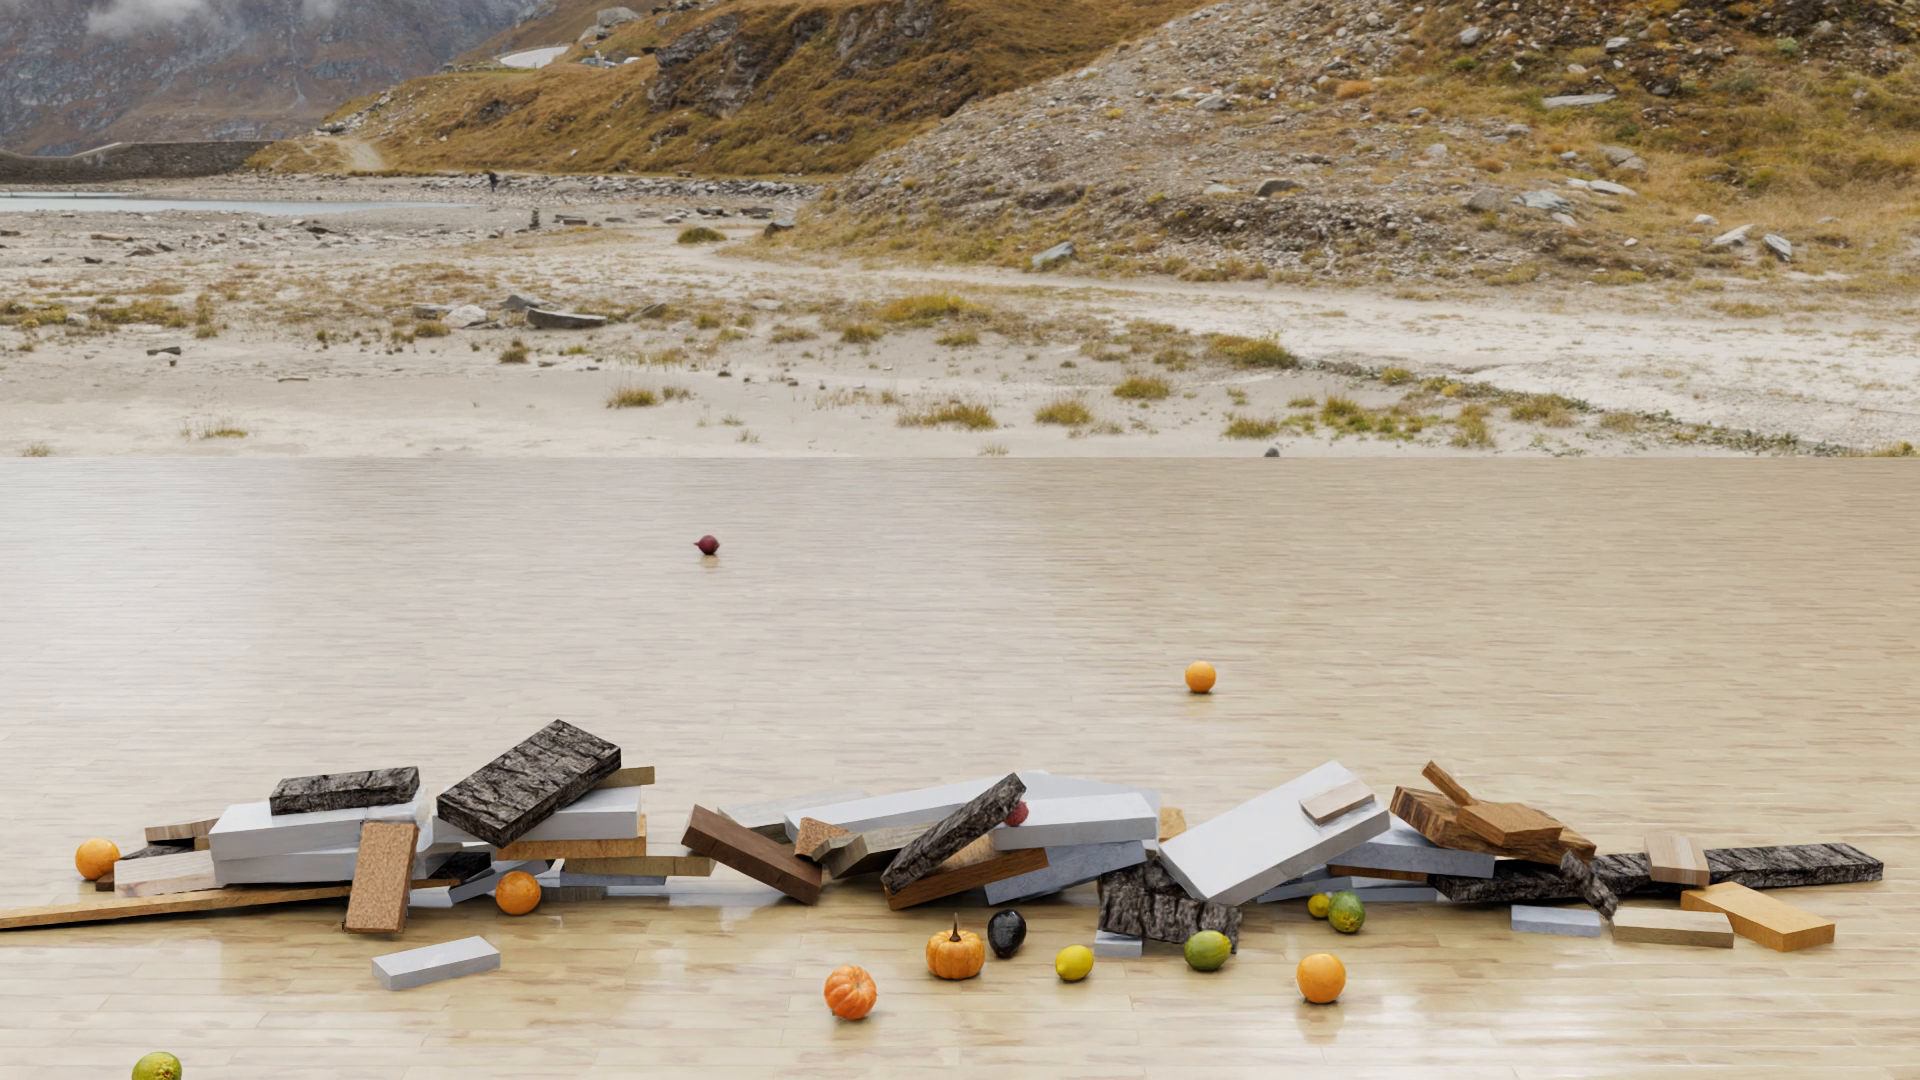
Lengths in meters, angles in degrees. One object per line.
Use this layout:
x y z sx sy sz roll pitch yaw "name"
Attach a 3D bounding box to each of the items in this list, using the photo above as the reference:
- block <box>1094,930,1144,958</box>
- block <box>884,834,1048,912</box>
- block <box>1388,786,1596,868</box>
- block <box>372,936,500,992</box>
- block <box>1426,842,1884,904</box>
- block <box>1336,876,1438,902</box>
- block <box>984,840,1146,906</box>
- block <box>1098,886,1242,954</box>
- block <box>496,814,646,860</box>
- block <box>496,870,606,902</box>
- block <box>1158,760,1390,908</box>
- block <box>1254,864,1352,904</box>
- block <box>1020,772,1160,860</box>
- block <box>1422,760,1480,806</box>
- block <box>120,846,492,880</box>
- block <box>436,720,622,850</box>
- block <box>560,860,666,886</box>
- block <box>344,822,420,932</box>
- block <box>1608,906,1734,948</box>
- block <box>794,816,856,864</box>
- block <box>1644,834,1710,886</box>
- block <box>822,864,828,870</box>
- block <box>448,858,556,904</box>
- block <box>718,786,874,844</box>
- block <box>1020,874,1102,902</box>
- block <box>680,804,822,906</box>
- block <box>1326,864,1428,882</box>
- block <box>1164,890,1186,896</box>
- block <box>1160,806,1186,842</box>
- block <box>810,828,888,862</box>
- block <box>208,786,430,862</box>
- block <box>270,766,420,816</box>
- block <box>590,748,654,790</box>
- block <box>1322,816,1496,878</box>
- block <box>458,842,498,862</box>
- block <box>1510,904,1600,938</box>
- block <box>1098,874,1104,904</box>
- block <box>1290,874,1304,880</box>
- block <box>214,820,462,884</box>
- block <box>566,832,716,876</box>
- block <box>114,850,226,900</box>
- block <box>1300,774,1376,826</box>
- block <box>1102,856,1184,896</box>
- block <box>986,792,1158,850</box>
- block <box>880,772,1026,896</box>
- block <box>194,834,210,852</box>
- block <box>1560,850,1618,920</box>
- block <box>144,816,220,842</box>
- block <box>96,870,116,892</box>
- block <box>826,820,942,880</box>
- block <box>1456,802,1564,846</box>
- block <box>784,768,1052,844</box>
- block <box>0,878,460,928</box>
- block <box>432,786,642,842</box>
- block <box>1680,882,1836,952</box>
0.254 0.619 3.458 0.073 0.021 0.148 2 11 8 "block"
0.008 0.539 3.647 0.268 0.038 0.134 -16 11 0 "block"
0.883 0.477 3.648 0.308 0.044 0.154 12 11 -24 "block"
-0.793 0.641 3.331 0.171 0.024 0.085 -7 13 -33 "block"
1.172 0.558 3.696 0.786 0.031 0.109 -1 11 -13 "block"
0.708 0.578 3.670 0.158 0.022 0.079 0 11 -2 "block"
0.169 0.531 3.658 0.268 0.038 0.134 -16 11 0 "block"
0.325 0.588 3.408 0.216 0.068 0.019 9 -15 4 "block"
-0.642 0.492 3.647 0.239 0.034 0.120 -1 11 -7 "block"
-0.680 0.577 3.673 0.172 0.024 0.086 0 11 -1 "block"
0.510 0.481 3.567 0.342 0.044 0.154 -23 35 -16 "block"
0.565 0.568 3.658 0.158 0.022 0.079 -9 11 0 "block"
0.223 0.481 3.839 0.247 0.035 0.124 8 51 -3 "block"
0.807 0.409 3.610 0.109 0.015 0.054 42 16 11 "block"
-1.109 0.544 3.713 0.654 0.024 0.085 -1 6 15 "block"
-0.704 0.397 3.605 0.141 0.040 0.282 20 34 28 "block"
-0.576 0.552 3.675 0.172 0.024 0.086 0 11 -2 "block"
-0.918 0.536 3.496 0.085 0.171 0.024 0 -24 9 "block"
1.124 0.612 3.479 0.179 0.025 0.090 2 11 11 "block"
-0.217 0.520 3.735 0.128 0.064 0.018 23 -26 -29 "block"
1.197 0.533 3.677 0.090 0.025 0.179 4 11 12 "block"
-0.227 0.549 3.841 0.064 0.018 0.128 9 14 40 "block"
-0.757 0.551 3.653 0.172 0.024 0.086 -20 10 4 "block"
-0.285 0.506 4.012 0.282 0.040 0.141 -5 12 -26 "block"
0.163 0.563 3.661 0.140 0.020 0.070 -16 11 0 "block"
-0.344 0.522 3.652 0.239 0.034 0.120 27 8 -7 "block"
0.689 0.538 3.650 0.158 0.022 0.079 5 10 0 "block"
0.386 0.557 3.667 0.169 0.024 0.085 -15 11 1 "block"
0.323 0.503 3.902 0.170 0.018 0.063 6 51 -24 "block"
-0.181 0.514 3.709 0.128 0.018 0.064 -5 -24 -37 "block"
-1.054 0.467 3.634 0.327 0.046 0.163 -5 10 -6 "block"
-1.026 0.419 3.674 0.226 0.032 0.113 -5 10 -6 "block"
-0.643 0.395 3.740 0.226 0.032 0.113 -3 11 -20 "block"
0.720 0.504 3.663 0.308 0.044 0.154 5 10 1 "block"
-0.862 0.536 3.872 0.226 0.032 0.113 -4 11 -19 "block"
0.951 0.609 3.514 0.136 0.019 0.068 2 11 13 "block"
0.297 0.560 3.636 0.140 0.020 0.070 -12 23 8 "block"
0.482 0.556 3.666 0.169 0.024 0.085 -14 11 4 "block"
-1.023 0.514 3.627 0.360 0.046 0.163 -3 10 8 "block"
-0.527 0.523 3.671 0.239 0.034 0.120 1 11 3 "block"
-1.307 0.561 3.641 0.171 0.024 0.086 -5 41 -19 "block"
0.612 0.422 3.567 0.109 0.015 0.054 -22 35 -13 "block"
0.305 0.555 3.592 0.140 0.020 0.070 -16 33 2 "block"
0.180 0.465 3.635 0.268 0.038 0.134 -3 11 -6 "block"
-0.010 0.474 3.552 0.247 0.035 0.124 -37 3 21 "block"
-1.251 0.518 3.795 0.085 0.024 0.171 -1 -2 -2 "block"
1.004 0.551 3.512 0.015 0.109 0.054 -45 1 30 "block"
-1.355 0.507 3.876 0.086 0.024 0.234 -9 -2 -39 "block"
-1.388 0.575 3.705 0.114 0.016 0.057 0 11 2 "block"
-0.090 0.520 3.734 0.248 0.035 0.124 -4 -25 -38 "block"
0.890 0.459 3.560 0.179 0.025 0.090 4 19 -45 "block"
-0.060 0.478 3.902 0.484 0.040 0.141 -8 8 -15 "block"
-1.216 0.584 3.572 0.792 0.016 0.057 -4 6 -11 "block"
-0.697 0.451 3.649 0.327 0.046 0.163 -1 11 -5 "block"
1.275 0.602 3.521 0.109 0.031 0.218 -5 12 -25 "block"
